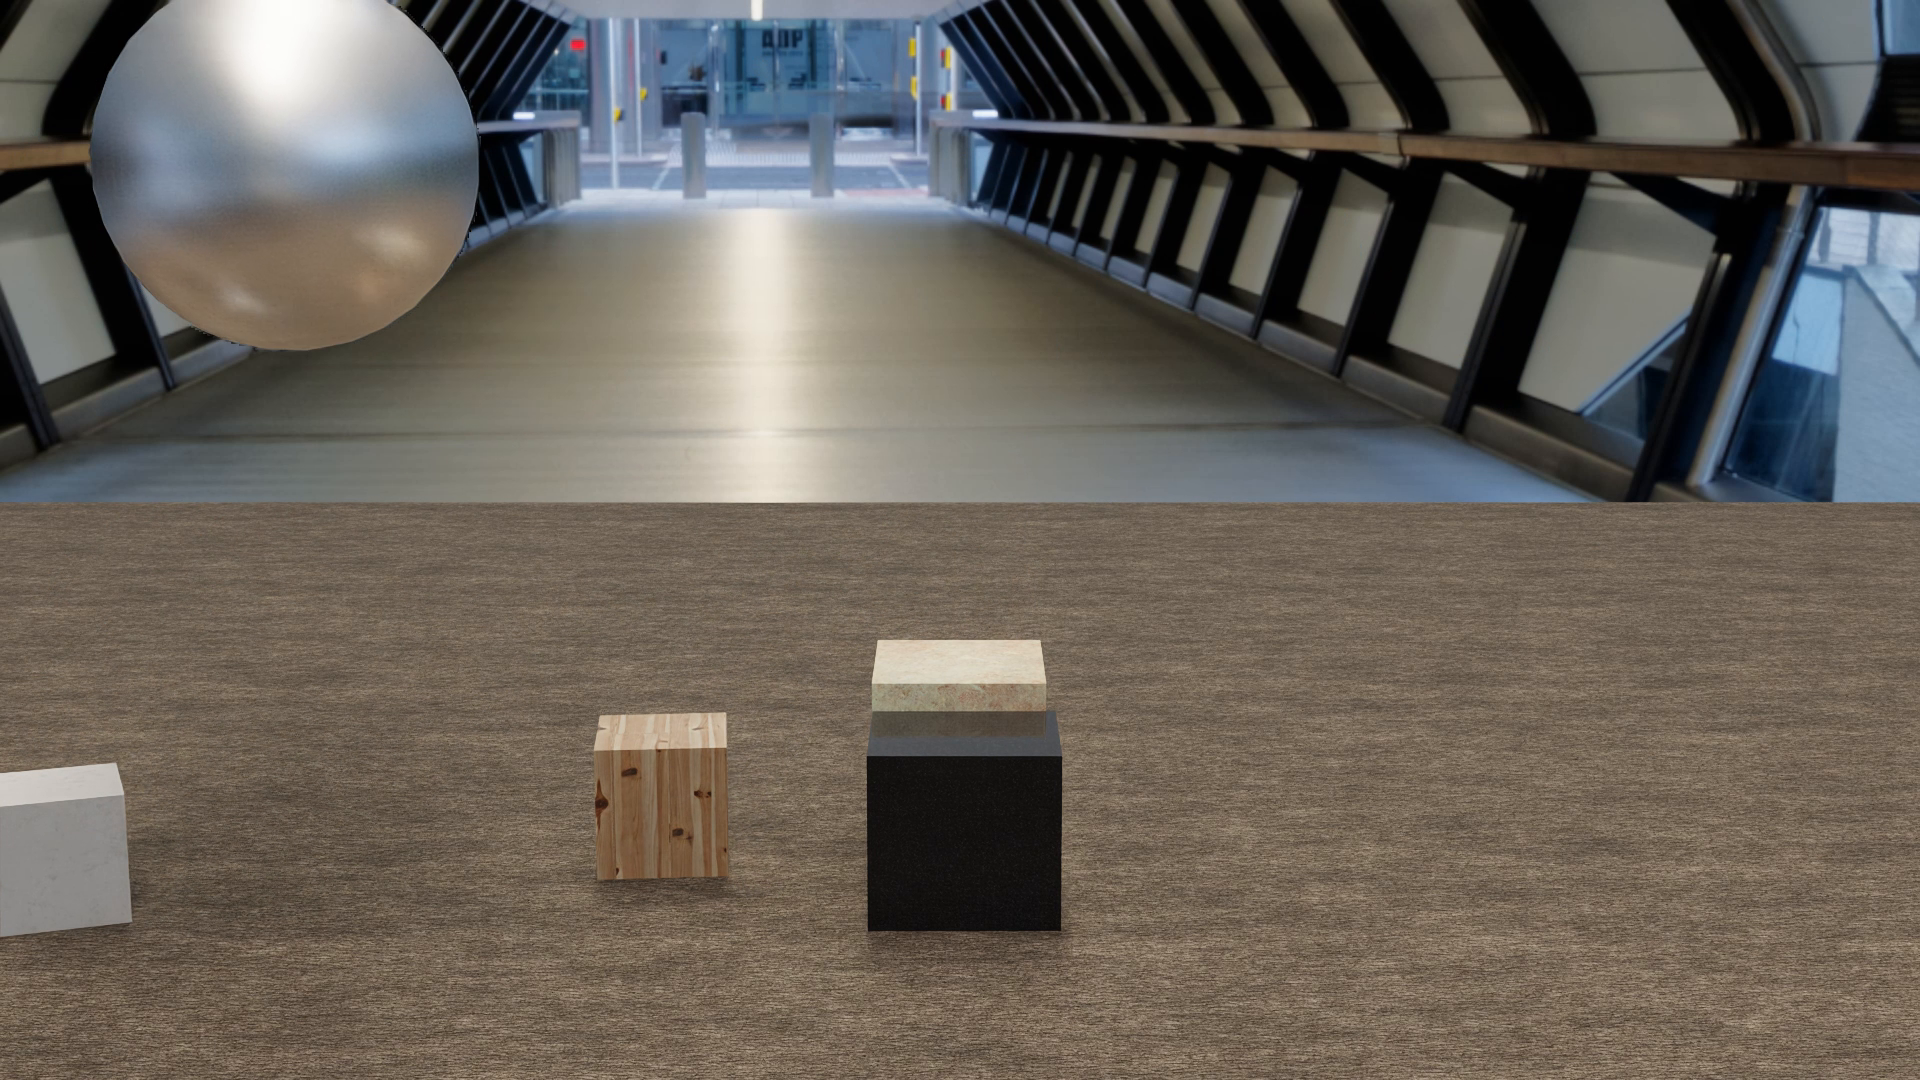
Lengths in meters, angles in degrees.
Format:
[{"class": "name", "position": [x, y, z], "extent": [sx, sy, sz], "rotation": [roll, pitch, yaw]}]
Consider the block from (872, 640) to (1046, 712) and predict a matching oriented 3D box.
[{"class": "block", "position": [-0.004, 0.979, 11.751], "extent": [0.765, 0.870, 0.874], "rotation": [0, 10, 0]}]

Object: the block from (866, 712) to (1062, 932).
[{"class": "block", "position": [0.018, 1.187, 10.947], "extent": [0.802, 0.749, 0.754], "rotation": [0, 10, 0]}]

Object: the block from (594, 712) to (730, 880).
[{"class": "block", "position": [-1.342, 1.149, 11.601], "extent": [0.580, 0.588, 0.627], "rotation": [-1, 10, -5]}]

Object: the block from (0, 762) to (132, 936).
[{"class": "block", "position": [-3.822, 1.303, 10.855], "extent": [0.544, 0.553, 0.538], "rotation": [-4, 11, -21]}]

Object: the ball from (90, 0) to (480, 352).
[{"class": "ball", "position": [-2.851, -1.604, 10.889], "extent": [1.600, 1.600, 1.600], "rotation": [0, 10, 0]}]
